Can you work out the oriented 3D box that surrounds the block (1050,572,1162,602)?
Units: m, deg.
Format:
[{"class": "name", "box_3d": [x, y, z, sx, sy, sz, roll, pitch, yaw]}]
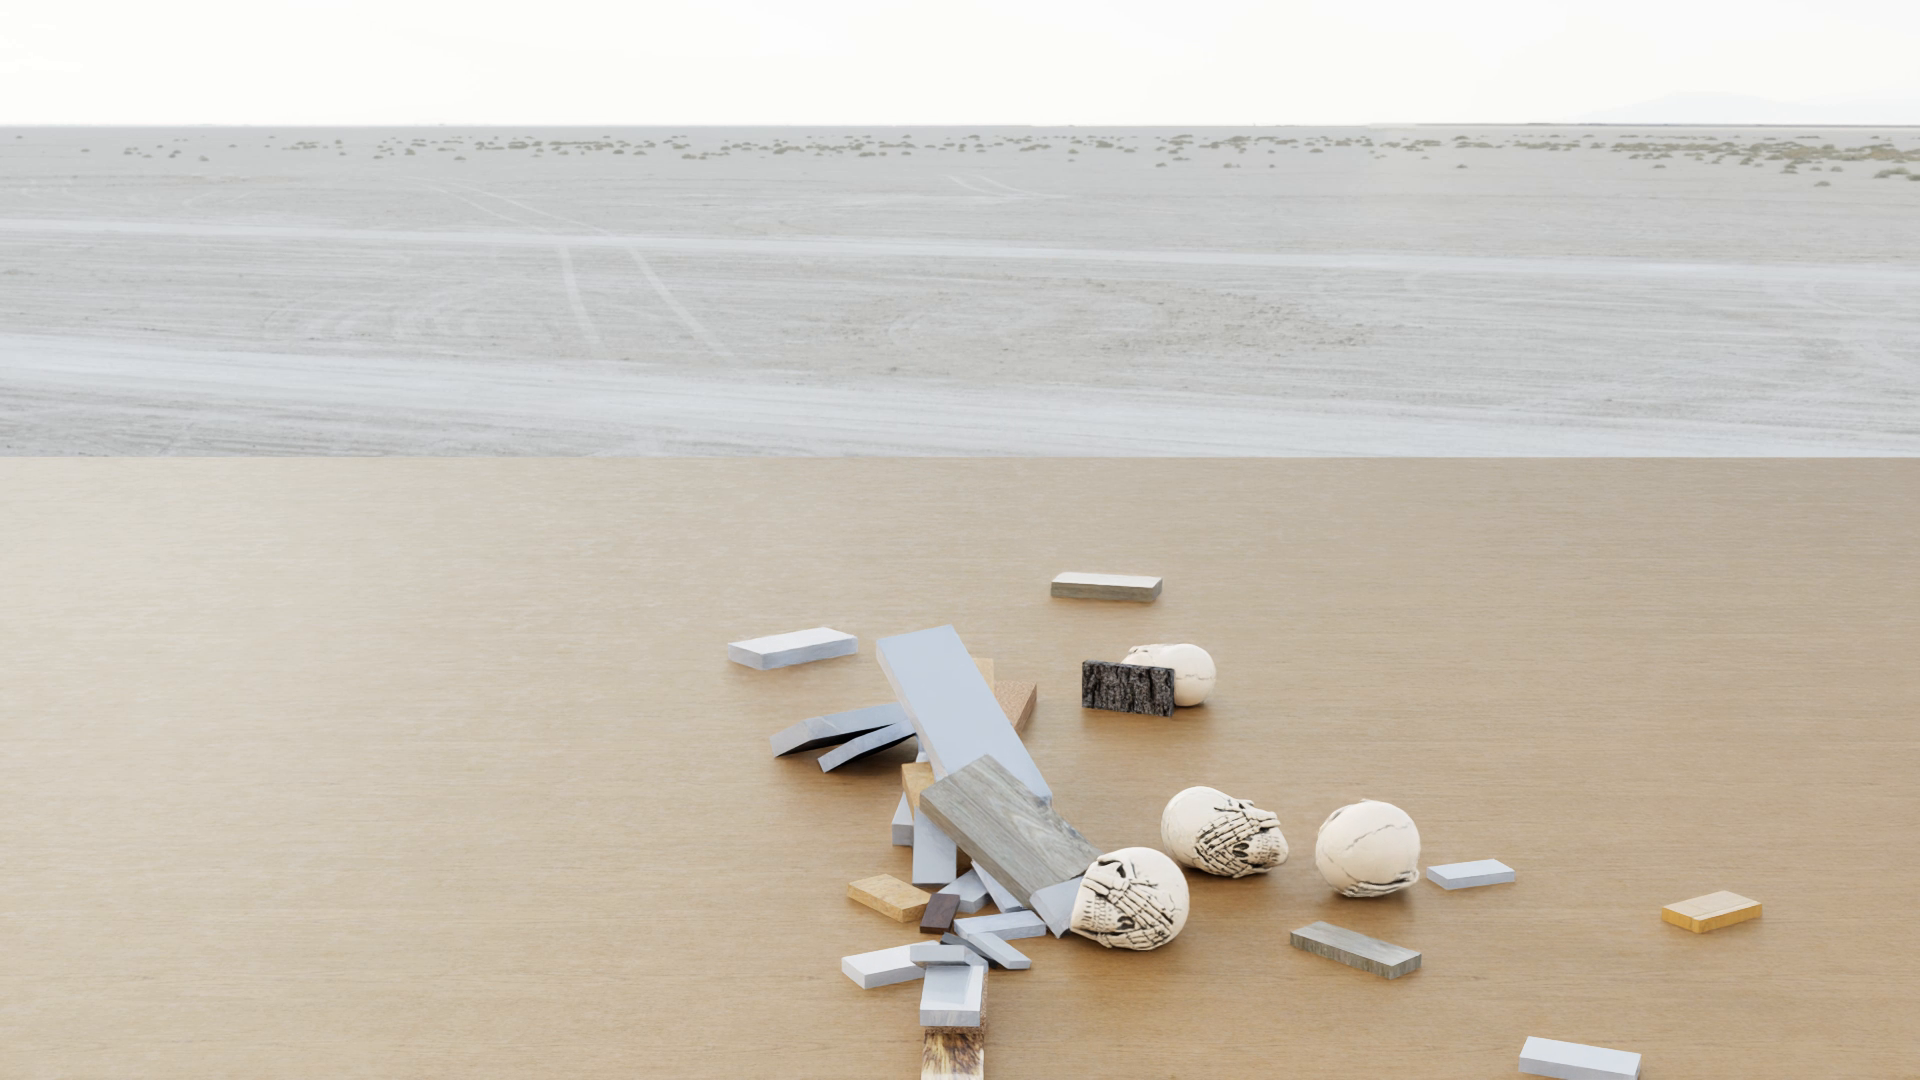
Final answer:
[{"class": "block", "box_3d": [0.404, 0.128, 6.045, 0.282, 0.040, 0.141, 3, 11, 16]}]

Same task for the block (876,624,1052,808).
[{"class": "block", "box_3d": [0.000, 0.329, 3.965, 0.151, 0.043, 0.543, -11, 34, -15]}]

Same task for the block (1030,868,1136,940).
[{"class": "block", "box_3d": [0.197, 0.583, 3.529, 0.163, 0.023, 0.081, -9, 49, -41]}]

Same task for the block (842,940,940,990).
[{"class": "block", "box_3d": [-0.091, 0.642, 3.329, 0.158, 0.022, 0.079, -6, 12, -28]}]

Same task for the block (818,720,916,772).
[{"class": "block", "box_3d": [-0.173, 0.408, 4.414, 0.109, 0.031, 0.219, -31, -10, 37]}]

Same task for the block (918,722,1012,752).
[{"class": "block", "box_3d": [0.013, 0.374, 4.181, 0.151, 0.043, 0.301, 2, -1, 5]}]

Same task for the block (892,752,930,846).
[{"class": "block", "box_3d": [-0.022, 0.470, 4.037, 0.151, 0.043, 0.301, 2, 22, 9]}]

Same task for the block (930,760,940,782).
[{"class": "block", "box_3d": [0.001, 0.381, 3.952, 0.109, 0.031, 0.396, -5, 33, -7]}]

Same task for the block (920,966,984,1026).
[{"class": "block", "box_3d": [-0.010, 0.639, 3.088, 0.082, 0.023, 0.164, 0, 11, 2]}]

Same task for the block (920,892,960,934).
[{"class": "block", "box_3d": [-0.031, 0.598, 3.522, 0.047, 0.013, 0.094, 2, 26, 11]}]

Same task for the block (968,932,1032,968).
[{"class": "block", "box_3d": [0.061, 0.627, 3.356, 0.047, 0.013, 0.094, 10, 12, -44]}]

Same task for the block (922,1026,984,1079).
[{"class": "block", "box_3d": [-0.010, 0.713, 2.942, 0.082, 0.023, 0.485, 0, 11, 1]}]

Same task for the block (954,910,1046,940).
[{"class": "block", "box_3d": [0.063, 0.614, 3.487, 0.131, 0.019, 0.066, -4, 11, -19]}]

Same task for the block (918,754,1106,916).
[{"class": "block", "box_3d": [0.085, 0.487, 3.656, 0.151, 0.043, 0.301, -27, 47, -30]}]

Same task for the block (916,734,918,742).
[{"class": "block", "box_3d": [-0.042, 0.382, 4.488, 0.102, 0.029, 0.203, -34, 4, -2]}]

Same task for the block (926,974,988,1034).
[{"class": "block", "box_3d": [-0.003, 0.656, 3.121, 0.082, 0.023, 0.164, 0, 11, 2]}]

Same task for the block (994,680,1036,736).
[{"class": "block", "box_3d": [0.036, 0.413, 4.515, 0.141, 0.040, 0.858, 2, 11, 9]}]

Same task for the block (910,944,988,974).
[{"class": "block", "box_3d": [-0.015, 0.616, 3.214, 0.079, 0.022, 0.188, -2, -18, 11]}]

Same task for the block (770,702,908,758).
[{"class": "block", "box_3d": [-0.222, 0.382, 4.502, 0.301, 0.043, 0.151, -8, -13, -36]}]

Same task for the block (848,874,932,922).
[{"class": "block", "box_3d": [-0.109, 0.588, 3.617, 0.079, 0.022, 0.157, -8, 13, -36]}]

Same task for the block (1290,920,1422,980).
[{"class": "block", "box_3d": [0.609, 0.631, 3.390, 0.075, 0.021, 0.193, -10, 14, -42]}]

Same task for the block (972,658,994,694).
[{"class": "block", "box_3d": [0.008, 0.288, 4.192, 0.109, 0.031, 0.219, 5, 25, -2]}]

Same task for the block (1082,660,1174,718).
[{"class": "block", "box_3d": [0.368, 0.325, 4.819, 0.203, 0.102, 0.029, 5, 12, 24]}]

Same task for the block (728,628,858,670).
[{"class": "block", "box_3d": [-0.404, 0.262, 5.325, 0.282, 0.040, 0.141, -9, 14, -39]}]

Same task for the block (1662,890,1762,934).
[{"class": "block", "box_3d": [1.216, 0.600, 3.555, 0.150, 0.021, 0.075, -6, 12, -31]}]

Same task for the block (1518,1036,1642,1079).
[{"class": "block", "box_3d": [0.839, 0.708, 2.977, 0.150, 0.021, 0.075, 5, 11, 23]}]

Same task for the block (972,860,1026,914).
[{"class": "block", "box_3d": [0.076, 0.563, 3.617, 0.066, 0.019, 0.131, -7, 37, -25]}]

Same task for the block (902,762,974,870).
[{"class": "block", "box_3d": [-0.007, 0.481, 3.891, 0.151, 0.043, 0.301, -6, 24, -8]}]

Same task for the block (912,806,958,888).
[{"class": "block", "box_3d": [-0.042, 0.520, 3.728, 0.073, 0.021, 0.146, 0, 54, 1]}]

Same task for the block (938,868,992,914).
[{"class": "block", "box_3d": [0.021, 0.583, 3.652, 0.073, 0.021, 0.146, 5, 12, 26]}]

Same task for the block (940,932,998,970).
[{"class": "block", "box_3d": [0.015, 0.626, 3.354, 0.094, 0.013, 0.047, 19, 9, 4]}]

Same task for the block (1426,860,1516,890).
[{"class": "block", "box_3d": [0.868, 0.568, 3.737, 0.131, 0.019, 0.066, -4, 11, -19]}]
